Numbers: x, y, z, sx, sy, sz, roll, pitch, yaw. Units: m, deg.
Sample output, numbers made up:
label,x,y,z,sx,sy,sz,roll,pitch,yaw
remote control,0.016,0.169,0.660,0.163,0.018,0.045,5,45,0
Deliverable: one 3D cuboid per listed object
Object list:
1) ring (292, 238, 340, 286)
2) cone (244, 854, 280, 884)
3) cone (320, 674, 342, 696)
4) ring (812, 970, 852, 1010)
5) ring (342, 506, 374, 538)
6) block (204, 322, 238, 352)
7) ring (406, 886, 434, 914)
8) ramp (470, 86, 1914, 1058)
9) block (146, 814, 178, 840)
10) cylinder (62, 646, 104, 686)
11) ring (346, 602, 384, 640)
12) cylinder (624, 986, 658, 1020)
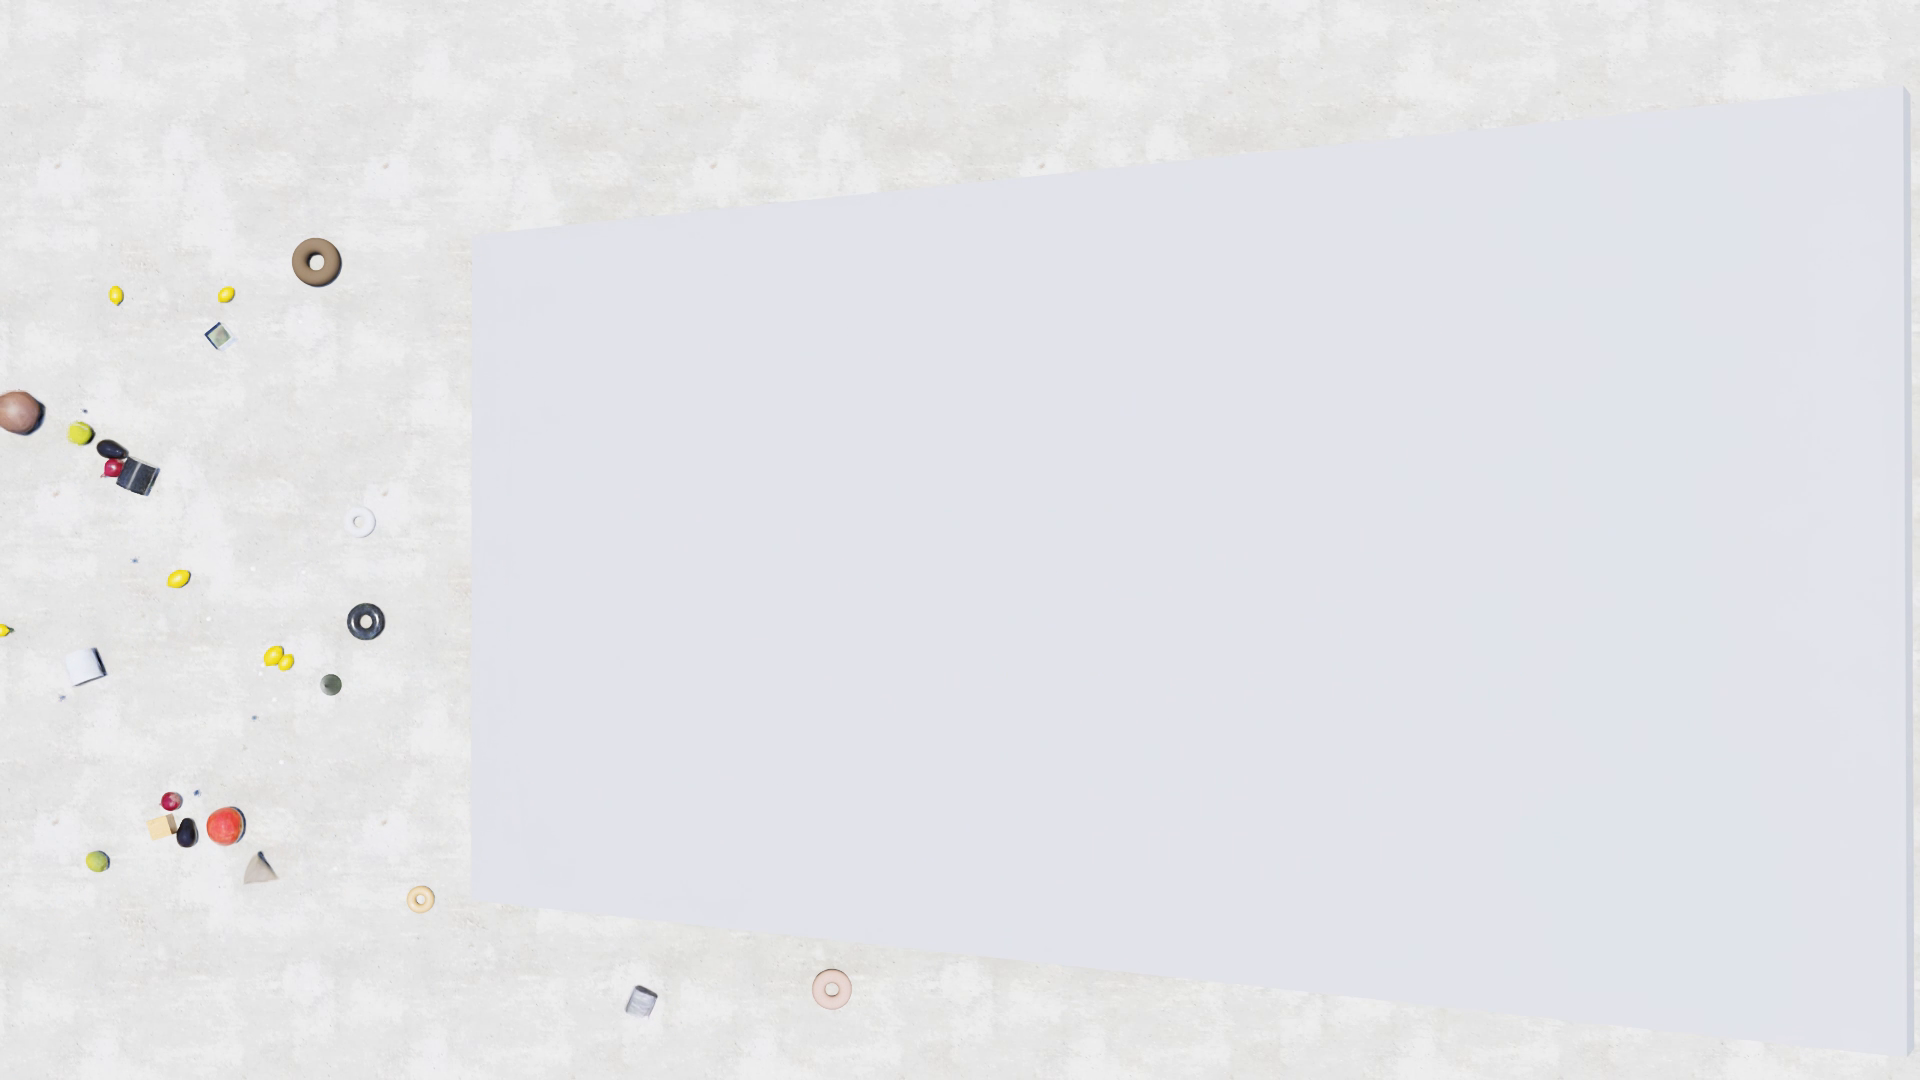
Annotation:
label,x,y,z,sx,sy,sz,roll,pitch,yaw
ring,-1.955,-0.844,6.679,0.148,0.049,0.148,0,91,0
cone,-2.105,1.011,6.665,0.096,0.096,0.096,26,89,-26
cone,-1.914,0.441,6.658,0.067,0.067,0.067,0,89,0
ring,-0.388,1.362,6.664,0.122,0.041,0.122,0,91,0
ring,-1.826,-0.056,6.680,0.098,0.033,0.098,0,90,-1
block,-2.242,-0.617,6.671,0.061,0.061,0.061,-39,90,0
ring,-1.637,1.091,6.672,0.084,0.028,0.084,0,90,-1
ramp,0.264,0.073,5.609,4.000,0.100,2.000,0,89,31
block,-2.414,0.869,6.657,0.062,0.062,0.062,-18,90,0
cylinder,-2.650,0.382,6.646,0.093,0.093,0.093,-21,90,0
ring,-1.804,0.248,6.675,0.116,0.039,0.116,0,90,1
cylinder,-0.962,1.399,6.645,0.077,0.077,0.077,24,92,0
